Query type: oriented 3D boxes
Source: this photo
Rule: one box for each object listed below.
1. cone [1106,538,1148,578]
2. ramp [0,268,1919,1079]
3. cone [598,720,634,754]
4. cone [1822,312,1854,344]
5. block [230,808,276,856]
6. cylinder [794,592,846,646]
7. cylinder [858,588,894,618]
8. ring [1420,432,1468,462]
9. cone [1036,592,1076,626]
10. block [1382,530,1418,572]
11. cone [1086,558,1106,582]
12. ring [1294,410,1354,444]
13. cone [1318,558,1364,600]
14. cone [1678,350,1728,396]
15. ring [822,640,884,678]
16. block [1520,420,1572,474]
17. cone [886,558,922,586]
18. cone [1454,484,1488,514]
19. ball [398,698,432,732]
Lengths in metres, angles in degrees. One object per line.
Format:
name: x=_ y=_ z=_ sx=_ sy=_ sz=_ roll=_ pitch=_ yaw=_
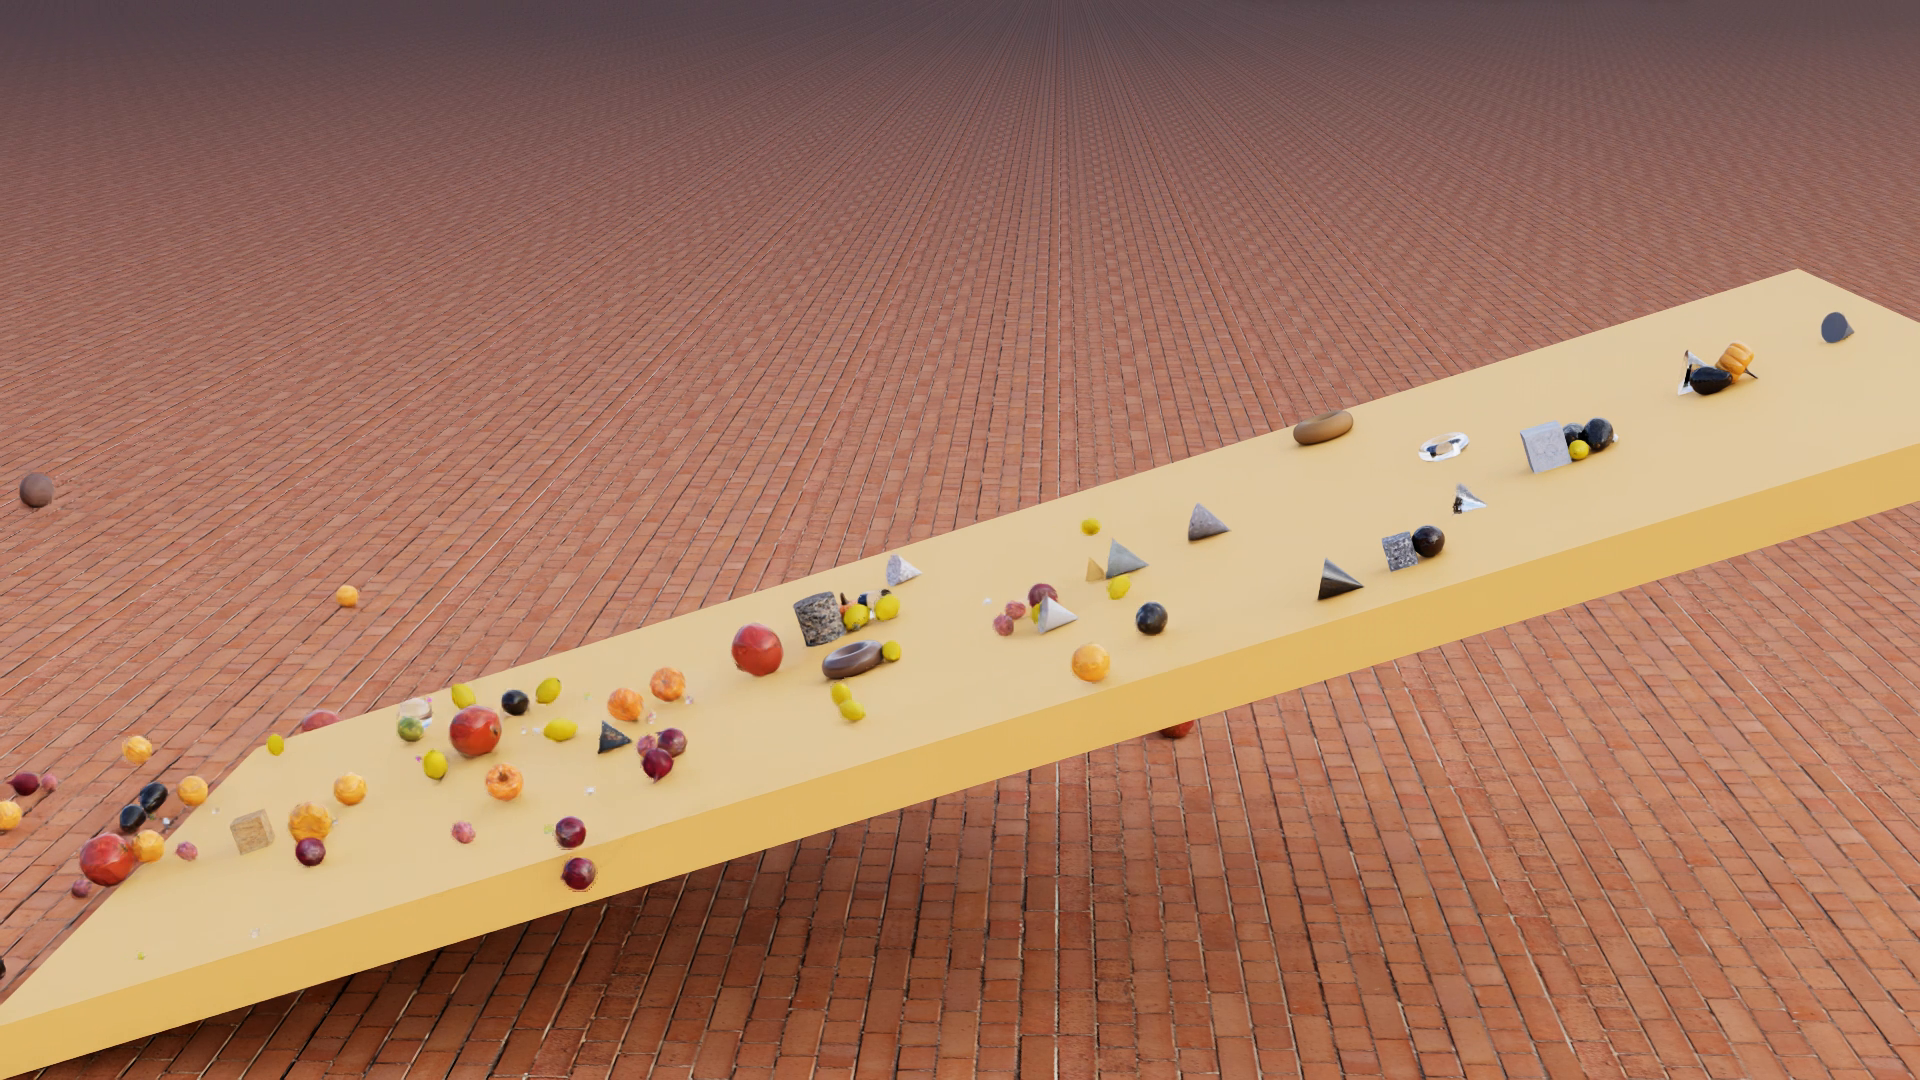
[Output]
cone: x=0.356 y=0.047 z=6.193 sx=0.087 sy=0.087 sz=0.087 roll=10 pitch=12 yaw=2
ramp: x=0.101 y=0.183 z=6.310 sx=4.000 sy=0.100 sz=2.000 roll=-17 pitch=10 yaw=5
cone: x=-0.715 y=0.415 z=6.133 sx=0.071 sy=0.071 sz=0.071 roll=8 pitch=11 yaw=-6
cone: x=1.861 y=-0.443 z=6.189 sx=0.067 sy=0.067 sz=0.067 roll=7 pitch=6 yaw=-34
block: x=-1.517 y=0.626 z=6.309 sx=0.068 sy=0.068 sz=0.068 roll=-18 pitch=10 yaw=-1
cylinder: x=-0.310 y=0.175 z=6.512 sx=0.094 sy=0.094 sz=0.094 roll=-18 pitch=10 yaw=3
cylinder: x=-0.187 y=0.143 z=6.566 sx=0.060 sy=0.060 sz=0.060 roll=-11 pitch=4 yaw=34
ring: x=1.039 y=-0.199 z=6.311 sx=0.111 sy=0.037 sz=0.111 roll=-19 pitch=11 yaw=4
cone: x=0.205 y=0.153 z=5.910 sx=0.078 sy=0.078 sz=0.078 roll=24 pitch=11 yaw=-4
block: x=0.822 y=0.021 z=5.491 sx=0.054 sy=0.054 sz=0.054 roll=-16 pitch=11 yaw=9
cone: x=0.282 y=0.057 z=6.237 sx=0.050 sy=0.050 sz=0.050 roll=-18 pitch=10 yaw=3
ring: x=0.856 y=-0.266 z=6.934 sx=0.146 sy=0.049 sz=0.146 roll=-18 pitch=9 yaw=3
cone: x=0.708 y=0.079 z=5.435 sx=0.081 sy=0.081 sz=0.081 roll=11 pitch=13 yaw=8
cone: x=1.558 y=-0.341 z=6.141 sx=0.097 sy=0.097 sz=0.097 roll=10 pitch=13 yaw=5
ring: x=-0.222 y=0.249 z=6.117 sx=0.137 sy=0.046 sz=0.137 roll=-19 pitch=11 yaw=4
block: x=1.175 y=-0.187 z=5.903 sx=0.077 sy=0.077 sz=0.077 roll=-17 pitch=10 yaw=7
cone: x=-0.121 y=0.074 z=6.878 sx=0.078 sy=0.078 sz=0.078 roll=-13 pitch=16 yaw=-29
cone: x=1.001 y=-0.073 z=5.744 sx=0.062 sy=0.062 sz=0.062 roll=13 pitch=14 yaw=13
ball: x=-1.291 y=0.415 z=6.976 sx=0.081 sy=0.081 sz=0.081 roll=0 pitch=12 yaw=0
